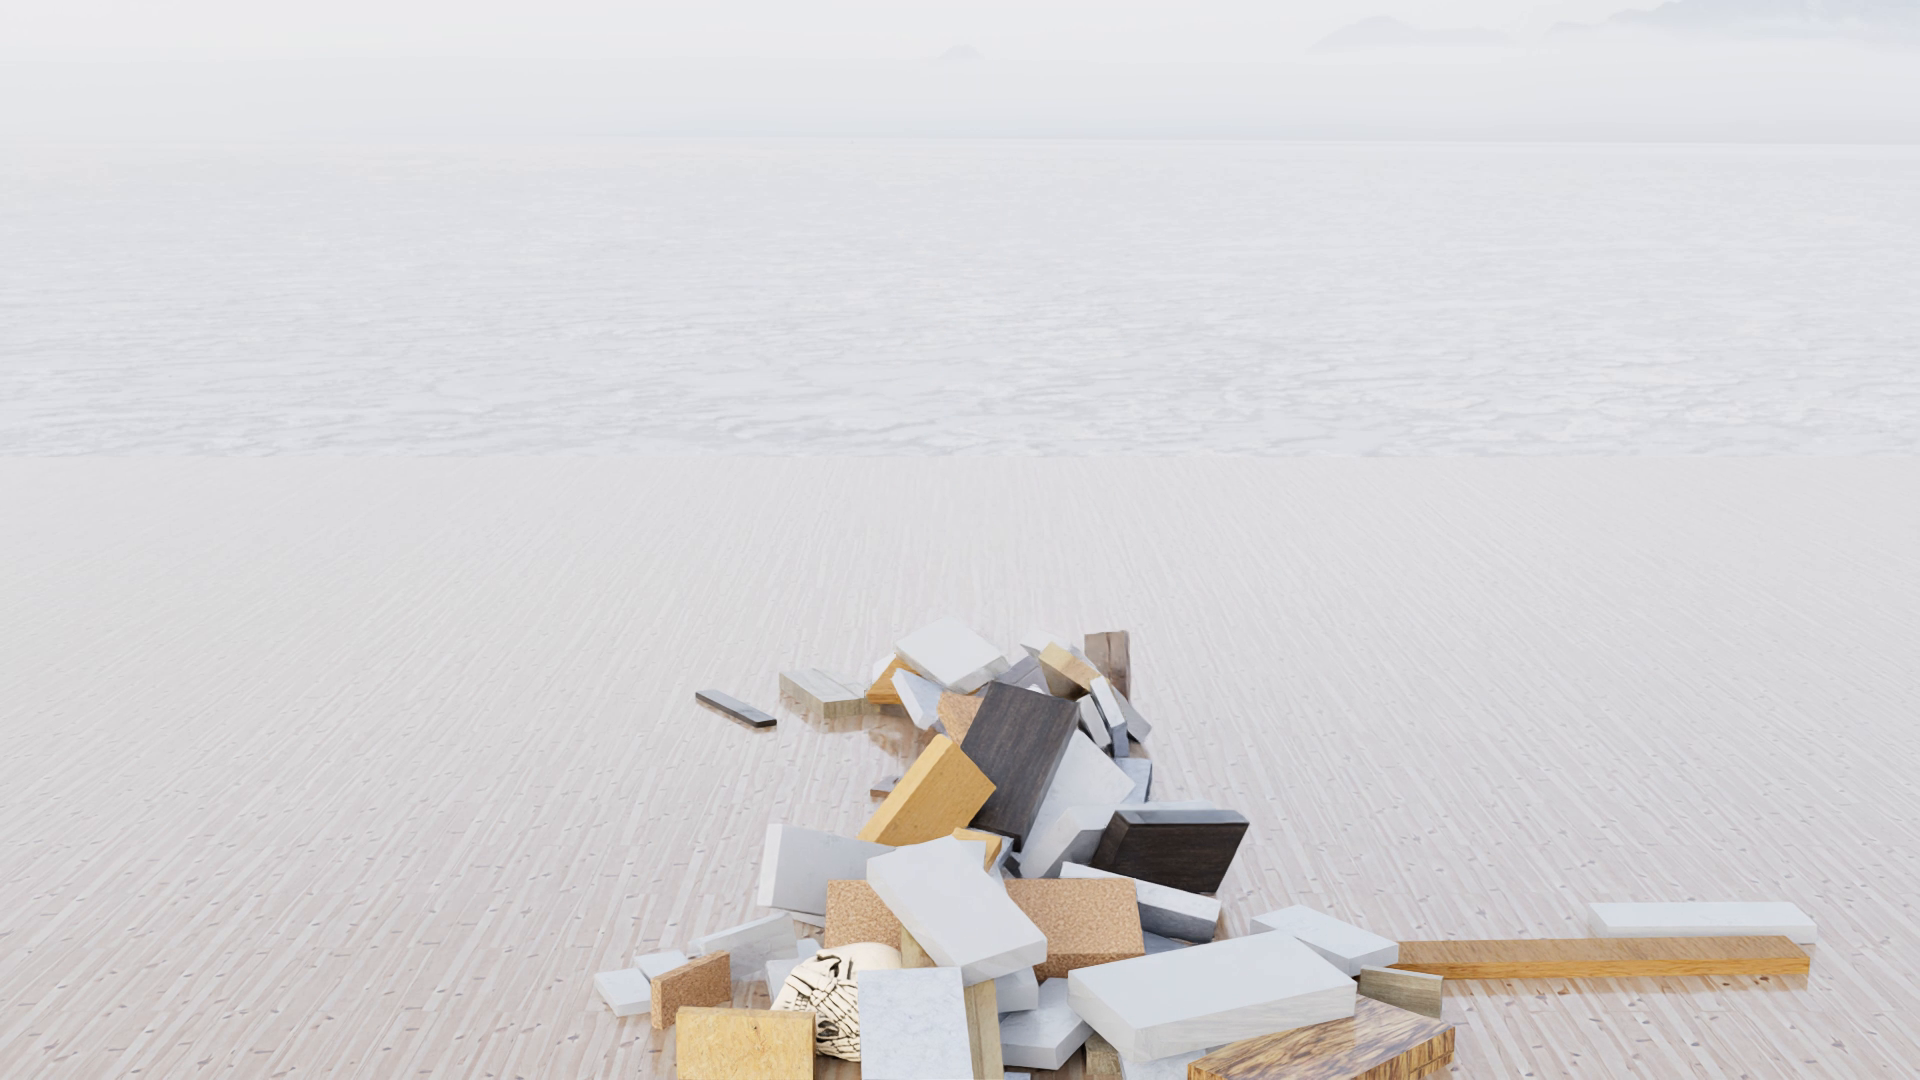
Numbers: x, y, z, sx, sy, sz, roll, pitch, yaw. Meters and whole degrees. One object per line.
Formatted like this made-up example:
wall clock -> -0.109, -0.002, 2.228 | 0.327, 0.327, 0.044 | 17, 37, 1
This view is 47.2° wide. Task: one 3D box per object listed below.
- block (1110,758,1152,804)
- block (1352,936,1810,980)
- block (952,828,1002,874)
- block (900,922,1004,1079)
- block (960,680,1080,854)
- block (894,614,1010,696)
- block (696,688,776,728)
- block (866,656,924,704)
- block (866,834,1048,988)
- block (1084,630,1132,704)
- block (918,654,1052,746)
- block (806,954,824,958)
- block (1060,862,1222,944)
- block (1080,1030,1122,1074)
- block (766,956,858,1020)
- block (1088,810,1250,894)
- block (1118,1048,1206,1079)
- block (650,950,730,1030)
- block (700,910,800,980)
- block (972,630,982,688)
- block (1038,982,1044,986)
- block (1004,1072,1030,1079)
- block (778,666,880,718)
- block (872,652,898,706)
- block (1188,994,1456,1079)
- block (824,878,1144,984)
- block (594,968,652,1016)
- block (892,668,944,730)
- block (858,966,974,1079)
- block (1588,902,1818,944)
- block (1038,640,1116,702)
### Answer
block -> 0.273, 0.478, 4.148 | 0.160, 0.045, 0.330 | 1, 11, 8
block -> 0.833, 0.637, 3.344 | 0.893, 0.026, 0.092 | 0, 11, -2
block -> 0.004, 0.478, 3.233 | 0.073, 0.021, 0.146 | 10, 29, 17
block -> -0.013, 0.625, 2.911 | 0.122, 0.035, 0.443 | -1, 25, -2
block -> 0.078, 0.380, 3.721 | 0.160, 0.045, 0.320 | 14, 43, 14
block -> -0.020, 0.251, 4.732 | 0.140, 0.040, 0.280 | -28, 26, -16
block -> -0.493, 0.368, 4.824 | 0.049, 0.014, 0.305 | -6, 12, -31
block -> -0.119, 0.292, 4.806 | 0.093, 0.026, 0.185 | -2, 32, 34
block -> -0.008, 0.513, 3.054 | 0.136, 0.039, 0.273 | -13, 30, -26
block -> 0.318, 0.292, 4.735 | 0.093, 0.185, 0.026 | -6, -12, 22
block -> 0.122, 0.351, 4.623 | 0.148, 0.042, 0.803 | 40, 20, 9
block -> -0.175, 0.639, 3.268 | 0.130, 0.018, 0.065 | -8, 35, -21
block -> 0.273, 0.558, 3.372 | 0.245, 0.035, 0.122 | 13, -27, 9
block -> 0.224, 0.683, 3.076 | 0.115, 0.033, 0.230 | 0, 11, -2
block -> -0.171, 0.648, 3.198 | 0.211, 0.030, 0.105 | -2, 27, -12
block -> 0.337, 0.507, 3.575 | 0.280, 0.140, 0.040 | 6, 25, -40
block -> 0.273, 0.702, 2.935 | 0.116, 0.016, 0.058 | -2, 47, -12
block -> -0.387, 0.647, 3.169 | 0.020, 0.071, 0.142 | 8, 13, 37
block -> -0.315, 0.612, 3.299 | 0.142, 0.071, 0.020 | -14, 15, -24
block -> -0.006, 0.336, 4.953 | 0.110, 0.031, 1.065 | 0, 11, 0
block -> 0.105, 0.607, 3.272 | 0.109, 0.031, 0.219 | -3, 32, -24
block -> 0.008, 0.749, 2.726 | 0.115, 0.033, 0.364 | 2, 11, 9
block -> -0.294, 0.339, 4.918 | 0.130, 0.037, 0.301 | -5, 11, -23
block -> -0.133, 0.296, 4.982 | 0.131, 0.037, 0.261 | -30, 10, 4
block -> 0.487, 0.699, 2.943 | 0.356, 0.050, 0.178 | -10, 15, -44
block -> 0.033, 0.571, 3.219 | 0.457, 0.050, 0.178 | 0, 28, -1
block -> -0.488, 0.663, 3.226 | 0.065, 0.018, 0.130 | -5, 11, -23
block -> -0.063, 0.340, 4.511 | 0.110, 0.031, 0.221 | 26, 13, -23
block -> -0.057, 0.649, 2.771 | 0.136, 0.039, 0.313 | -1, 25, -4
block -> 1.176, 0.608, 3.492 | 0.329, 0.030, 0.105 | 0, 11, -1
block -> 0.247, 0.313, 4.451 | 0.148, 0.042, 0.295 | 33, -15, 21
